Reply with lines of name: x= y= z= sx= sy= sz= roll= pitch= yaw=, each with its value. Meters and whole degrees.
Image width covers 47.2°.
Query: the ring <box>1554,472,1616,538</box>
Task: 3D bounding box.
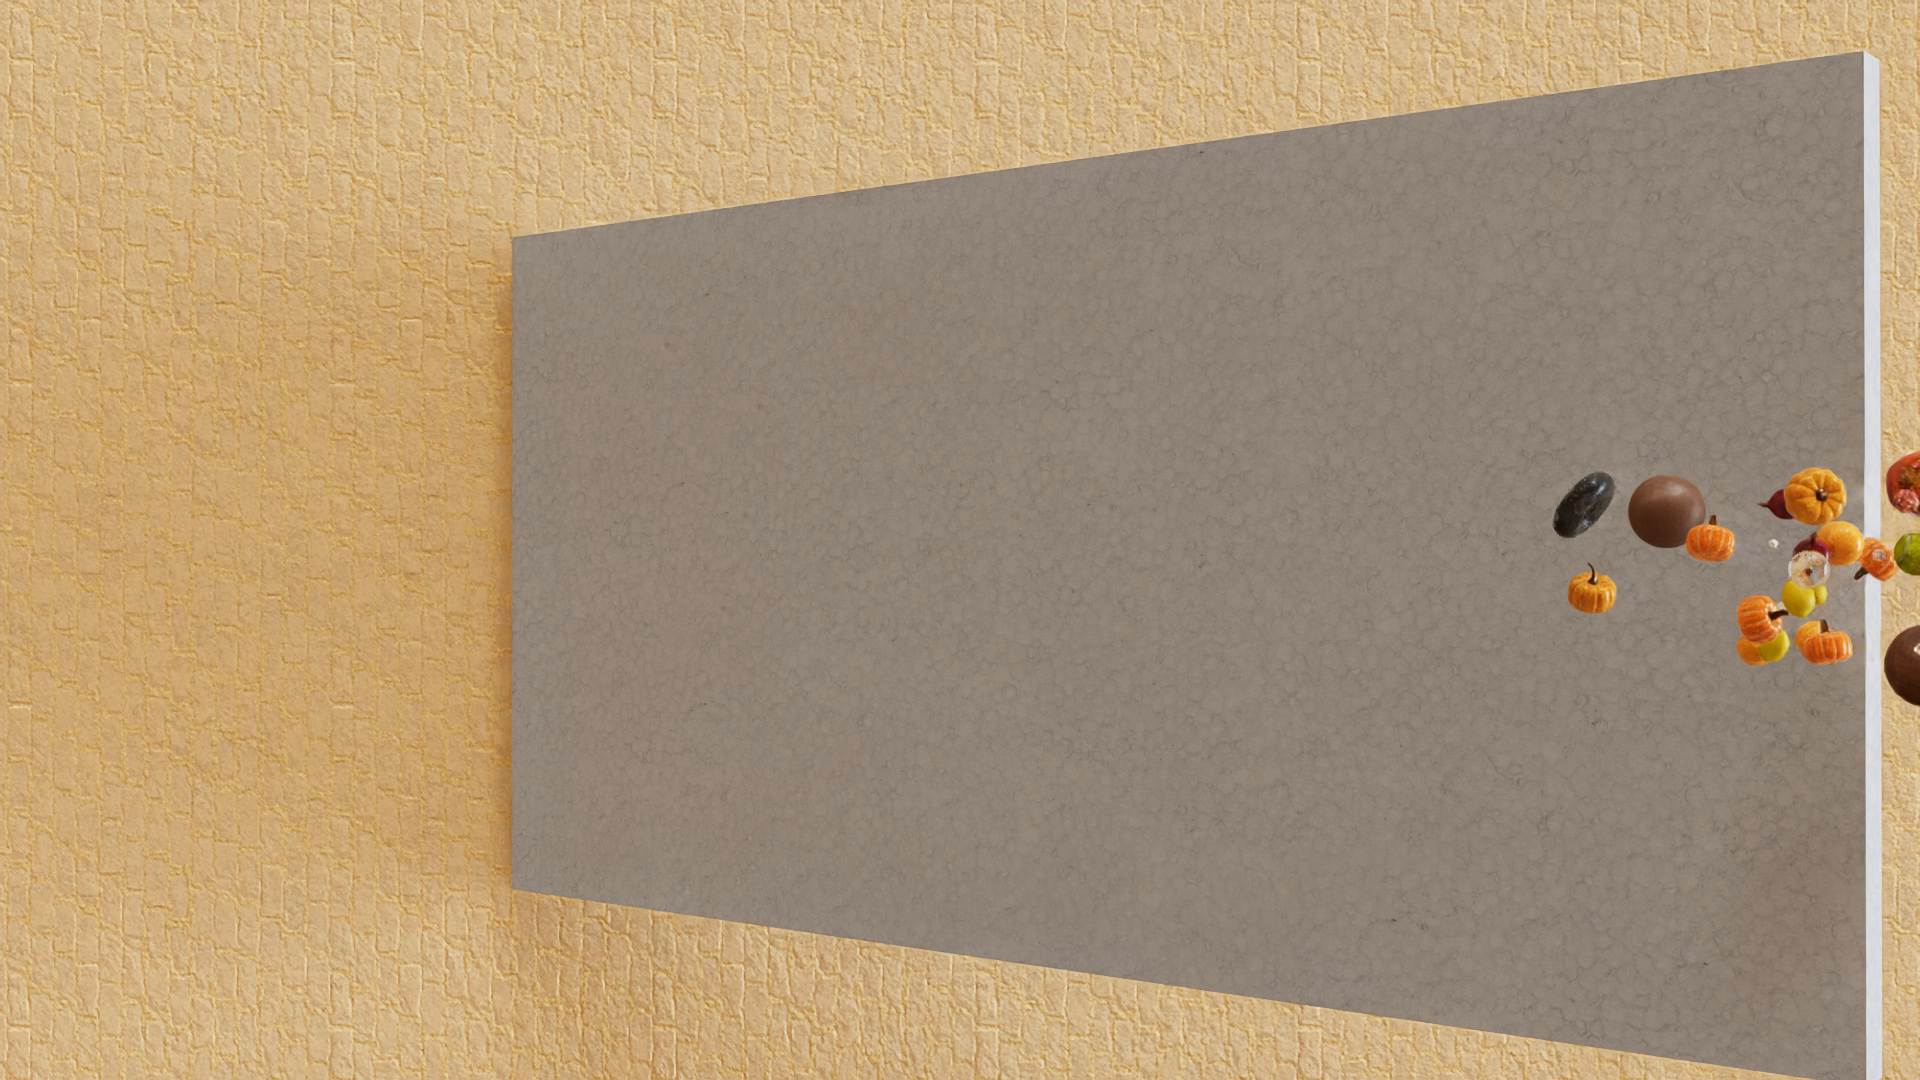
ring: x=1.184 y=-0.066 z=4.173 sx=0.147 sy=0.147 sz=0.049 roll=-46 pitch=63 yaw=0

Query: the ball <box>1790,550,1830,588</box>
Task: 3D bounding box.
ball: x=1.244 y=0.043 z=3.219 sx=0.056 sy=0.056 sz=0.056 roll=0 pitch=90 yaw=0

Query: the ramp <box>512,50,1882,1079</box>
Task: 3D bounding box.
ramp: x=0.218 y=0.063 z=5.534 sx=4.000 sy=0.100 sz=2.000 roll=0 pitch=90 yaw=39
